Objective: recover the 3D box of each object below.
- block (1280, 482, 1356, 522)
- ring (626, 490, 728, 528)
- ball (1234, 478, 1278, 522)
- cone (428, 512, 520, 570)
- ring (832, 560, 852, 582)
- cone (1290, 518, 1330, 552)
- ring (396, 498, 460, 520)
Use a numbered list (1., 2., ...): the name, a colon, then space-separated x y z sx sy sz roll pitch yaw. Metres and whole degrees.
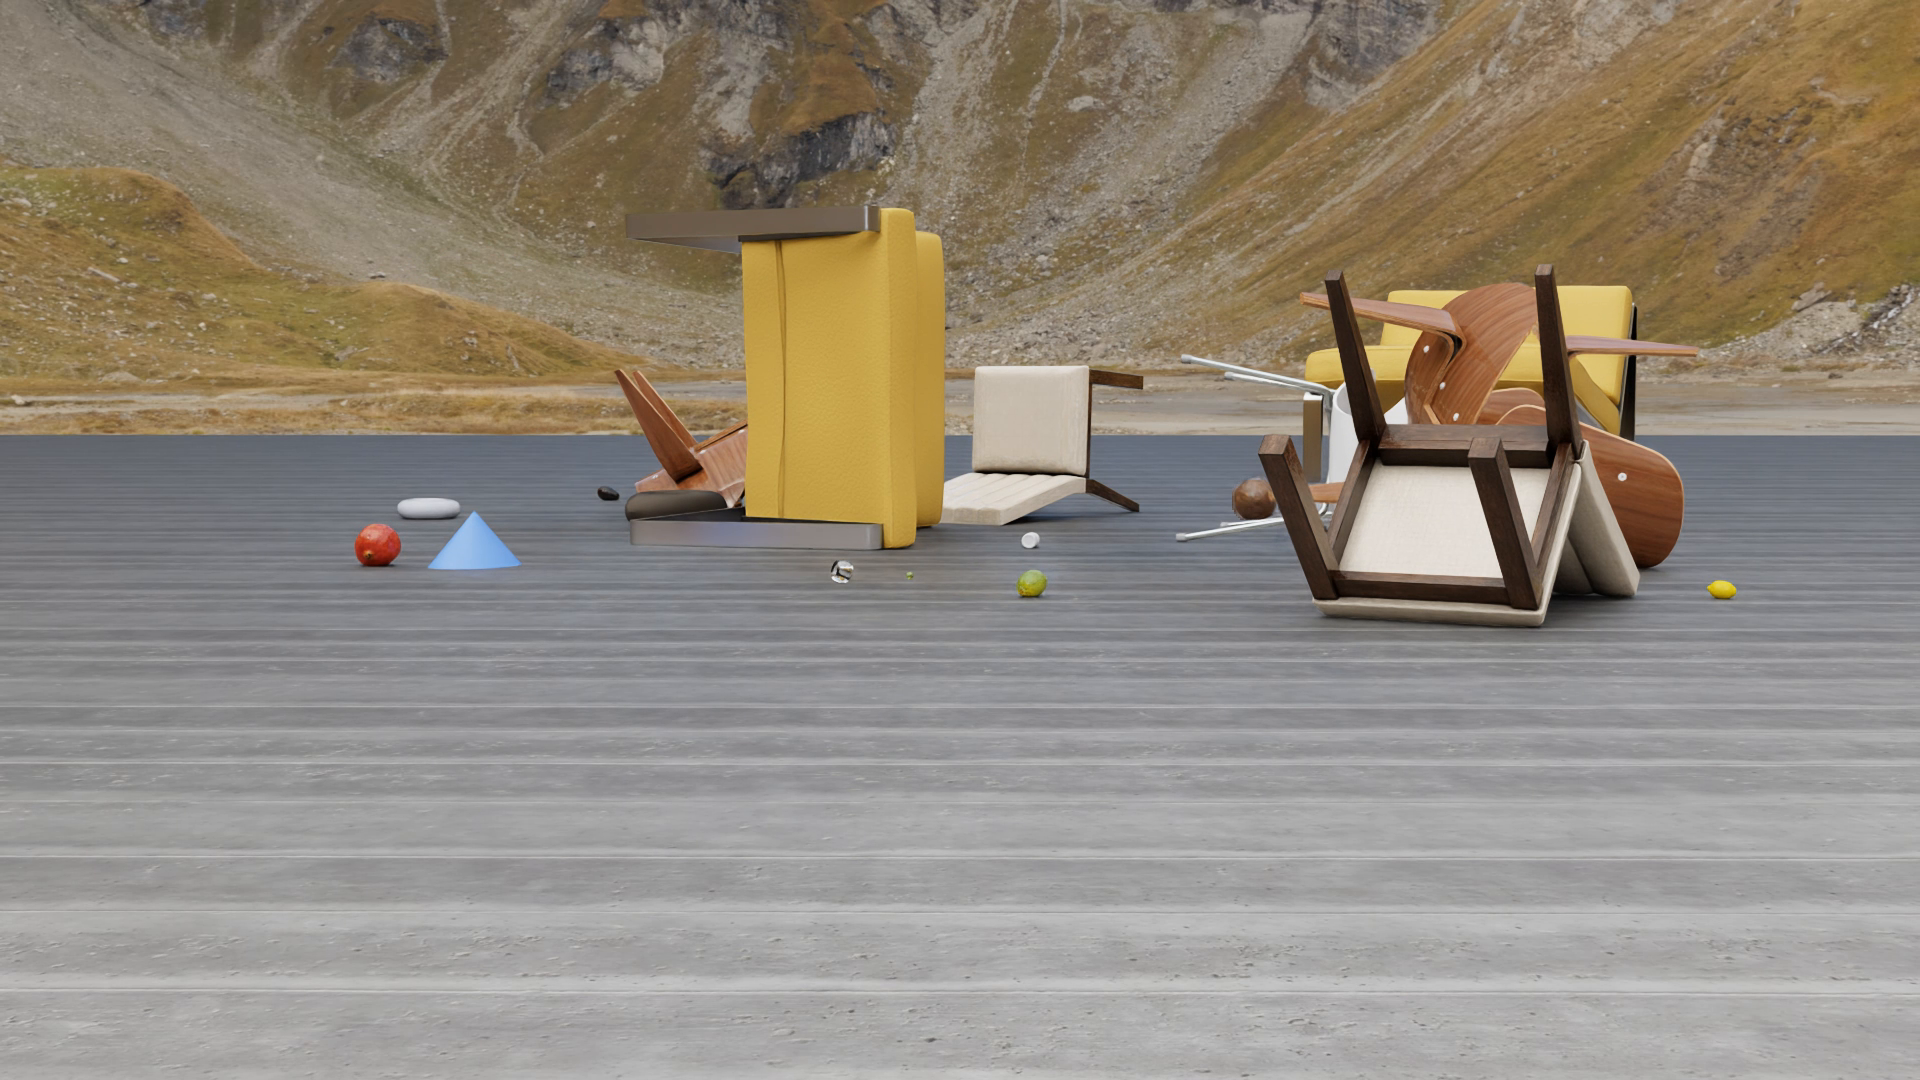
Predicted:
1. block: 1.235 -0.133 7.598 0.195 0.121 0.170 3 5 41
2. ring: -0.927 -0.100 7.192 0.347 0.114 0.301 -4 7 -39
3. ball: 1.000 -0.136 7.440 0.149 0.149 0.149 0 4 0
4. cone: -1.234 -0.005 5.593 0.193 0.140 0.257 3 5 39
5. ring: -0.275 0.072 5.117 0.039 0.055 0.049 13 14 -26
6. cone: 0.978 0.007 6.127 0.120 0.094 0.093 31 -14 25
7. ring: -1.848 -0.108 7.651 0.217 0.066 0.217 0 5 -15
